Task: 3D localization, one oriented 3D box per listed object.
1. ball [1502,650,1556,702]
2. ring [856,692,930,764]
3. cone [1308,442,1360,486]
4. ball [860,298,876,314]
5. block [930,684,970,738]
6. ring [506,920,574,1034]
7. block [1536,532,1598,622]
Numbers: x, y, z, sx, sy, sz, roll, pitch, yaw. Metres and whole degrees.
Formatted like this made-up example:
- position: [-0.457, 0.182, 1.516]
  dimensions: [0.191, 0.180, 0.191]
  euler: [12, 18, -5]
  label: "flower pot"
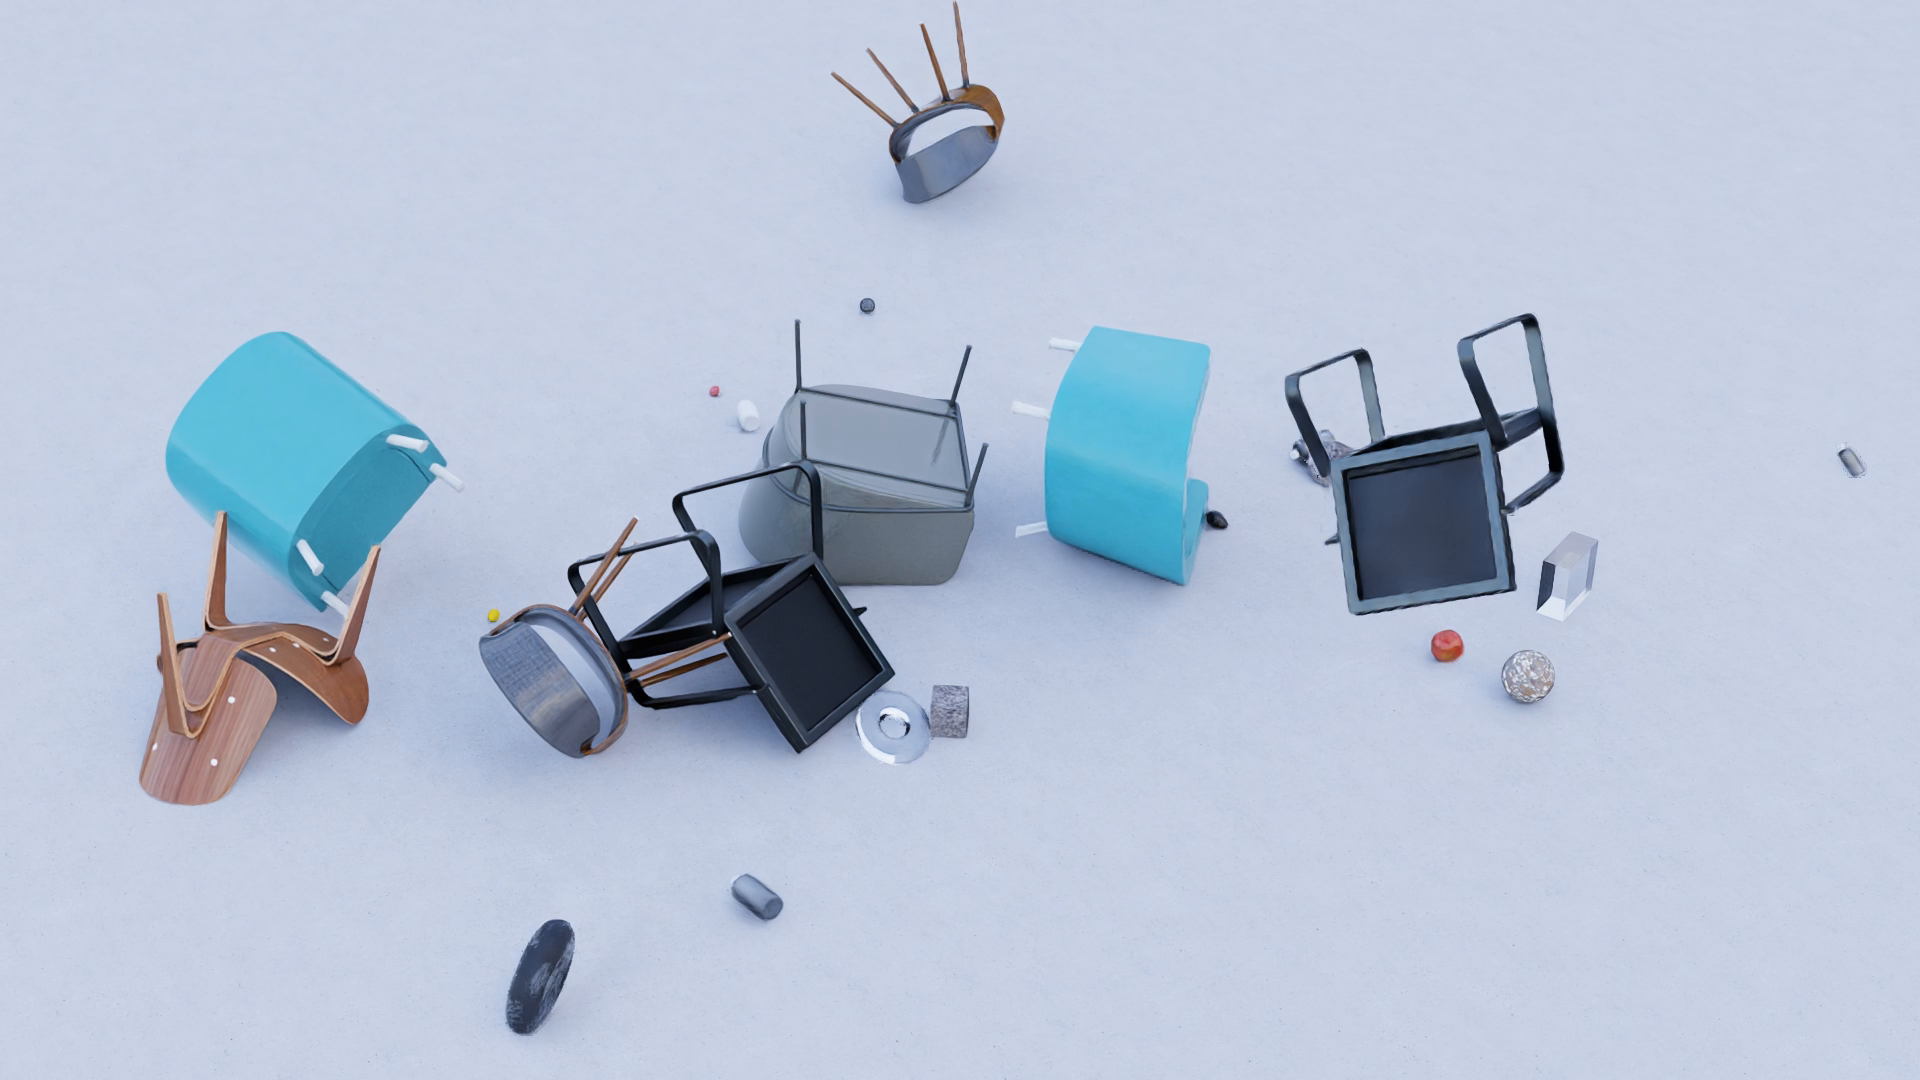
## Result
- position: [1.952, 0.468, 10.070]
  dimensions: [0.182, 0.182, 0.182]
  euler: [0, 33, 0]
  label: "ball"
- position: [-0.226, 0.634, 9.917]
  dimensions: [0.258, 0.053, 0.363]
  euler: [4, 38, -9]
  label: "ring"
- position: [1.454, -0.326, 11.283]
  dimensions: [0.204, 0.105, 0.244]
  euler: [28, 51, 11]
  label: "cone"
- position: [-0.390, -0.990, 12.385]
  dimensions: [0.067, 0.067, 0.067]
  euler: [0, 33, 0]
  label: "ball"
- position: [-0.034, 0.582, 9.951]
  dimensions: [0.122, 0.121, 0.135]
  euler: [2, 33, 3]
  label: "block"
- position: [-1.241, 1.291, 8.672]
  dimensions: [0.104, 0.375, 0.262]
  euler: [23, 15, 10]
  label: "ring"
- position: [2.184, 0.130, 10.544]
  dimensions: [0.105, 0.224, 0.236]
  euler: [21, 39, 29]
  label: "block"
